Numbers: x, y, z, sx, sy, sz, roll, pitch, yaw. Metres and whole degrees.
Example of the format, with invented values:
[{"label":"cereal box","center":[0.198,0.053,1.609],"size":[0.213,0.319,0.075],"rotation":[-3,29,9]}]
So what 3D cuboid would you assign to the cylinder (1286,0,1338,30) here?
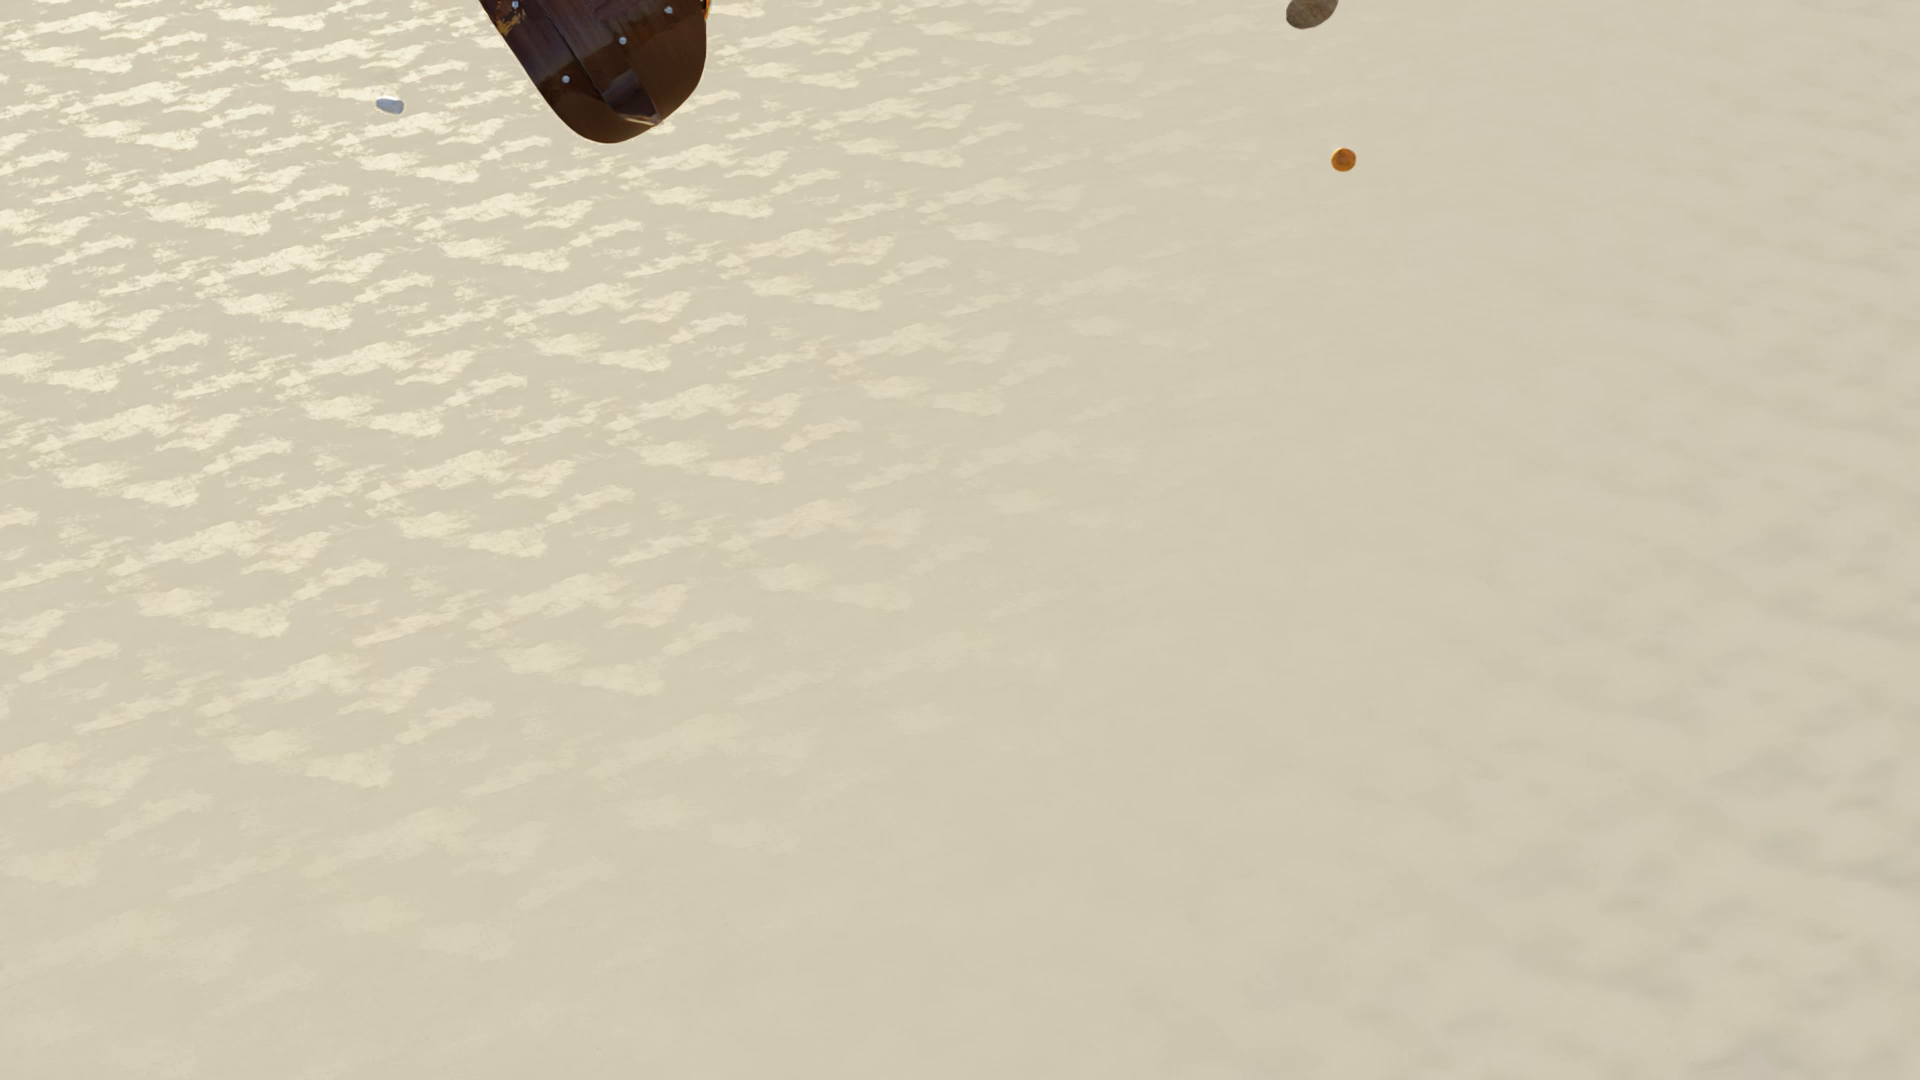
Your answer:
[{"label":"cylinder","center":[1.155,-1.755,9.562],"size":[0.186,0.122,0.180],"rotation":[-30,13,20]}]
